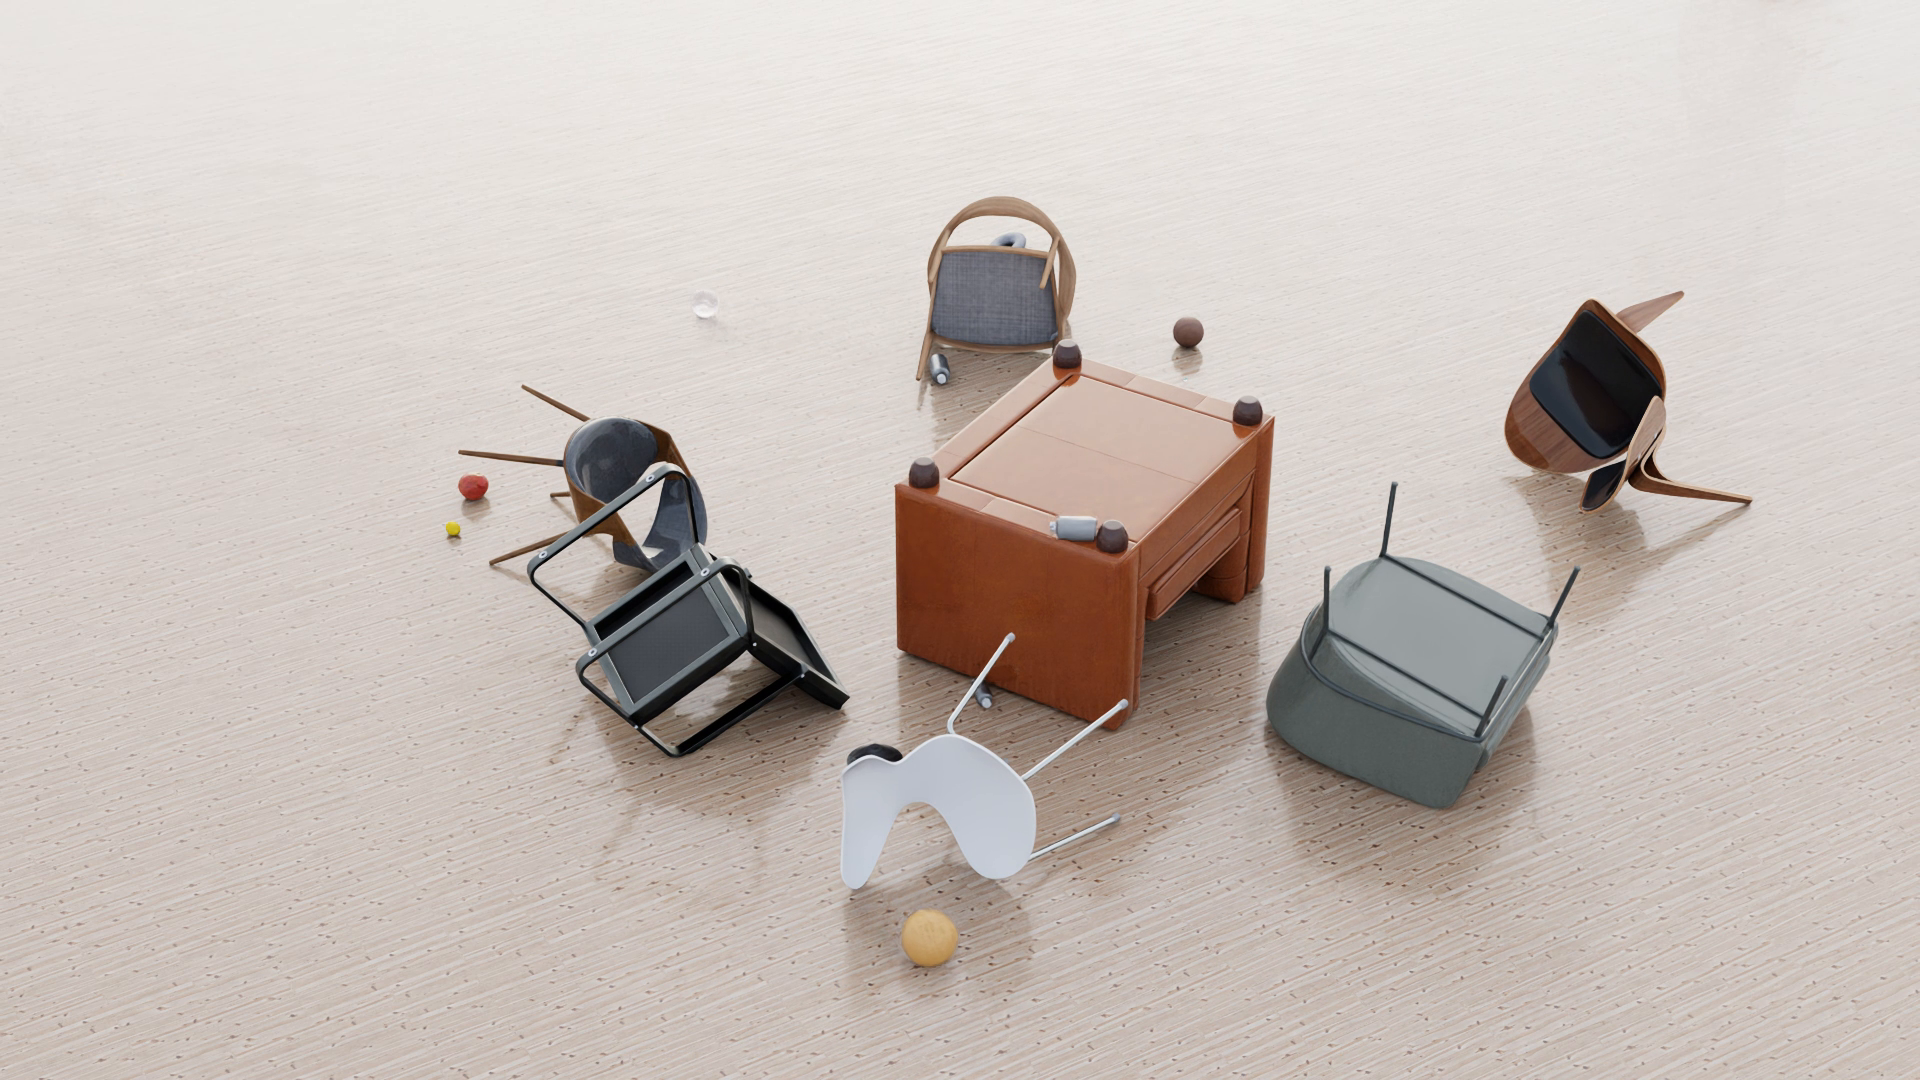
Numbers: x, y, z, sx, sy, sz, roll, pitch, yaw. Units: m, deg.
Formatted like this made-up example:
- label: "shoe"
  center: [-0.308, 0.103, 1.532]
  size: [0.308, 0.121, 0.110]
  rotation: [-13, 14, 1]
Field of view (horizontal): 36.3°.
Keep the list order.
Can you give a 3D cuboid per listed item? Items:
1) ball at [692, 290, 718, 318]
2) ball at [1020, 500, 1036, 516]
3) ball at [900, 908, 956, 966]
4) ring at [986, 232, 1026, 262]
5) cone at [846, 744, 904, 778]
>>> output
- label: "ball"
  center: [-1.074, -0.995, 12.349]
  size: [0.115, 0.115, 0.115]
  rotation: [0, 33, 0]
- label: "ball"
  center: [0.257, -0.122, 11.074]
  size: [0.060, 0.060, 0.060]
  rotation: [0, 33, 0]
- label: "ball"
  center: [-0.095, 1.211, 8.950]
  size: [0.172, 0.172, 0.172]
  rotation: [0, 33, 0]
- label: "ring"
  center: [0.204, -1.284, 12.850]
  size: [0.142, 0.048, 0.259]
  rotation: [18, 38, 23]
- label: "cone"
  center: [-0.284, 0.709, 9.801]
  size: [0.190, 0.074, 0.194]
  rotation: [2, 33, 3]
